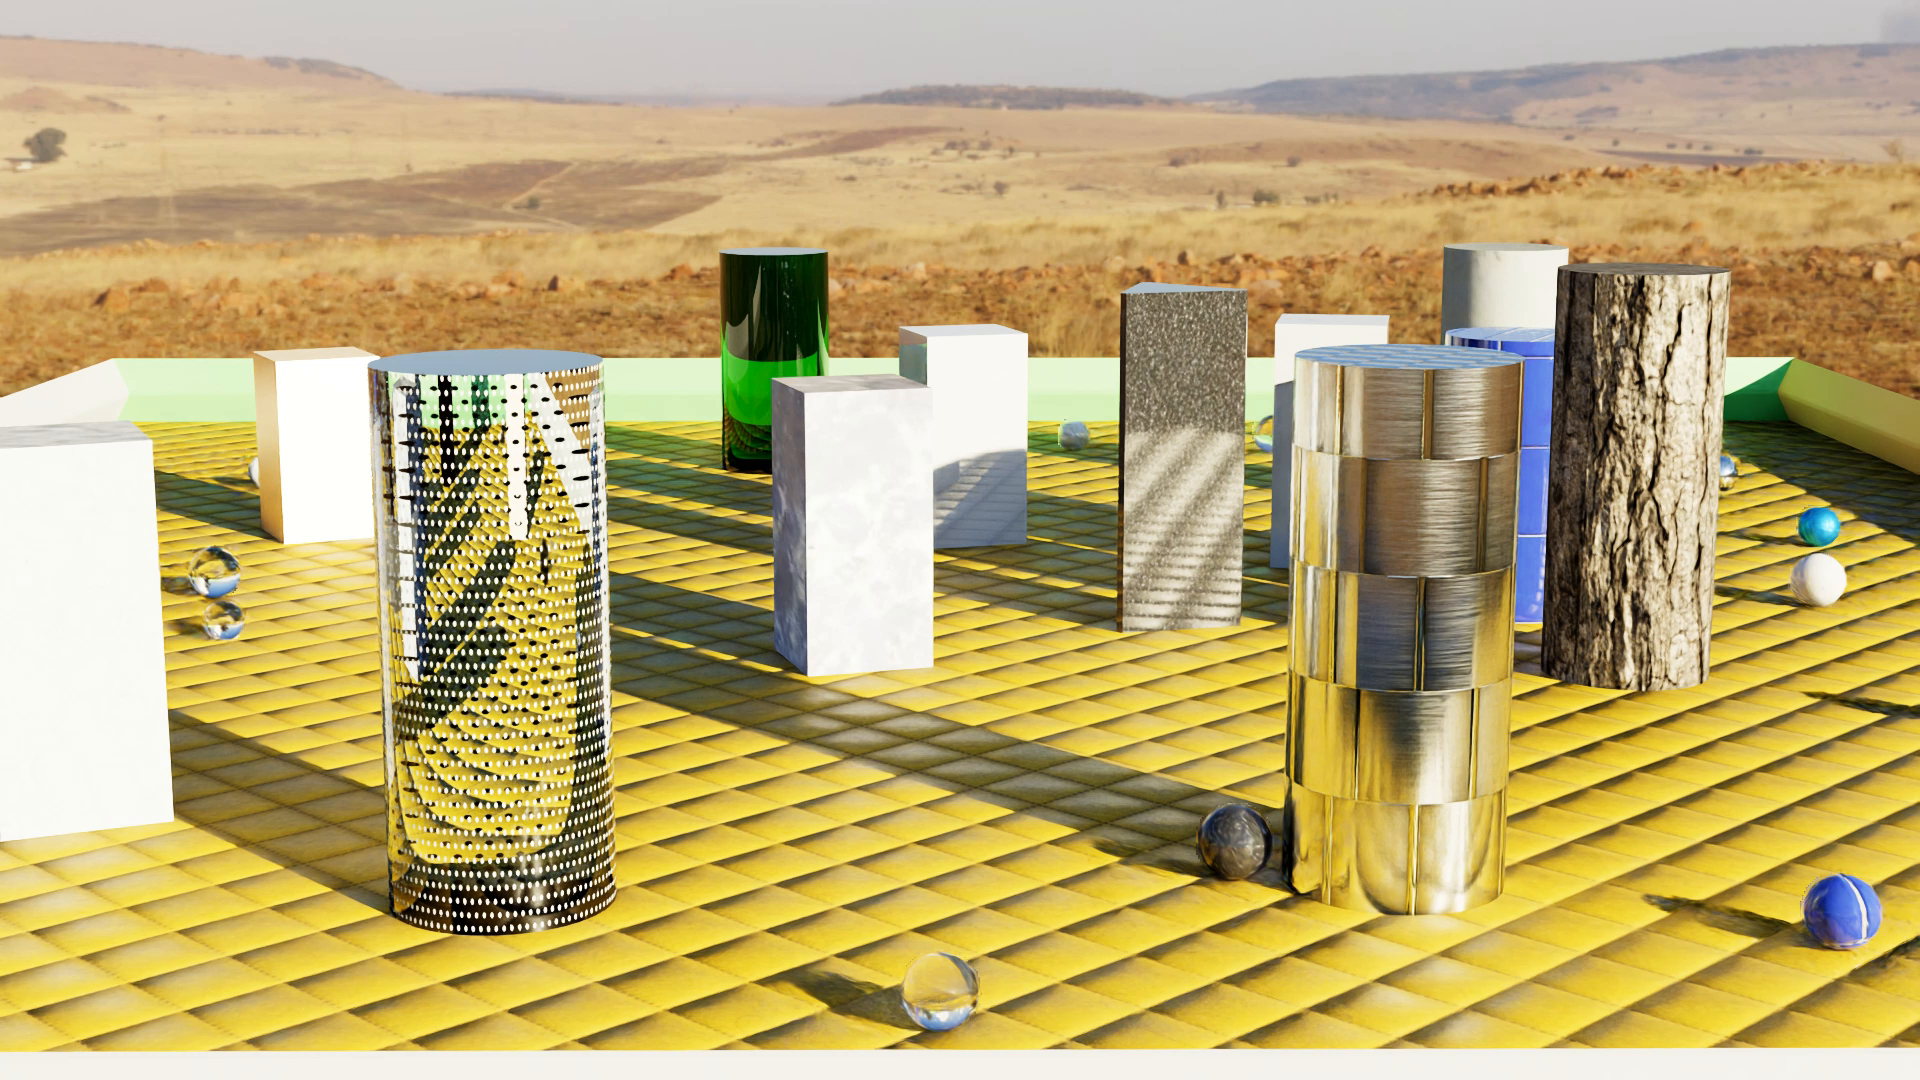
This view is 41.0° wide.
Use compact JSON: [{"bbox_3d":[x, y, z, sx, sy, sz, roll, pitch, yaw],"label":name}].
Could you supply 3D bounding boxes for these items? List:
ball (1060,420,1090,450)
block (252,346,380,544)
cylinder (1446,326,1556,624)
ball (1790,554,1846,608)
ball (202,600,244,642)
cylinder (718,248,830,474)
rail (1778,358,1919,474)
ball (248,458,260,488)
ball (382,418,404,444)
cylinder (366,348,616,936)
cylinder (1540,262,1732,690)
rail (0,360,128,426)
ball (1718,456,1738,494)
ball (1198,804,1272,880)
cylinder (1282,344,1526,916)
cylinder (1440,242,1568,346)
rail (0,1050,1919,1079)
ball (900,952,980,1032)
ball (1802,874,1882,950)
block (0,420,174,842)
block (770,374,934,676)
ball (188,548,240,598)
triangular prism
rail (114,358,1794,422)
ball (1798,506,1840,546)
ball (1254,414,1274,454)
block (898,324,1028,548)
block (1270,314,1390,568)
[{"bbox_3d":[0.219,-0.200,4.910,0.058,0.058,0.058,0,10,0],"label":"ball"},{"bbox_3d":[-1.006,-0.151,4.030,0.159,0.283,0.159,-5,12,-27],"label":"block"},{"bbox_3d":[0.749,-0.091,3.455,0.199,0.373,0.199,0,10,0],"label":"cylinder"},{"bbox_3d":[1.168,0.055,3.492,0.073,0.073,0.073,0,10,0],"label":"ball"},{"bbox_3d":[-0.943,0.104,3.285,0.052,0.052,0.052,0,10,0],"label":"ball"},{"bbox_3d":[-0.337,-0.329,4.682,0.199,0.395,0.199,0,10,0],"label":"cylinder"},{"bbox_3d":[1.715,0.031,3.458,0.045,0.129,3.791,0,10,0],"label":"rail"},{"bbox_3d":[-1.206,-0.118,4.460,0.061,0.061,0.061,0,10,0],"label":"ball"},{"bbox_3d":[-1.105,-0.211,4.984,0.052,0.052,0.052,0,10,0],"label":"ball"},{"bbox_3d":[-0.404,0.083,2.229,0.199,0.477,0.199,0,10,0],"label":"cylinder"},{"bbox_3d":[0.809,-0.080,3.079,0.199,0.489,0.199,0,10,0],"label":"cylinder"},{"bbox_3d":[-1.715,0.035,3.439,0.045,0.129,3.791,0,10,0],"label":"rail"},{"bbox_3d":[1.302,-0.113,4.410,0.068,0.068,0.068,0,10,0],"label":"ball"},{"bbox_3d":[0.249,0.273,2.324,0.068,0.068,0.068,0,10,0],"label":"ball"},{"bbox_3d":[0.392,0.074,2.281,0.199,0.476,0.199,0,10,0],"label":"cylinder"},{"bbox_3d":[0.886,-0.261,4.201,0.199,0.436,0.199,0,10,0],"label":"cylinder"},{"bbox_3d":[0.011,0.374,1.608,3.477,0.129,0.045,0,10,0],"label":"rail"},{"bbox_3d":[-0.015,0.345,1.959,0.060,0.060,0.060,0,10,0],"label":"ball"},{"bbox_3d":[0.736,0.310,2.139,0.063,0.063,0.063,0,10,0],"label":"ball"},{"bbox_3d":[-0.873,0.083,2.509,0.159,0.375,0.159,-5,12,-25],"label":"block"},{"bbox_3d":[-0.134,-0.023,3.165,0.159,0.344,0.159,-4,11,-18],"label":"block"},{"bbox_3d":[-1.033,0.045,3.554,0.070,0.070,0.070,0,10,0],"label":"ball"},{"bbox_3d":[0.268,-0.114,3.390,0.172,0.441,0.149,-3,11,-16],"label":"triangular prism"},{"bbox_3d":[-0.011,-0.307,5.289,3.477,0.129,0.045,0,10,0],"label":"rail"},{"bbox_3d":[1.315,-0.020,3.928,0.062,0.062,0.062,0,10,0],"label":"ball"},{"bbox_3d":[0.595,-0.200,4.859,0.077,0.077,0.077,0,10,0],"label":"ball"},{"bbox_3d":[0.004,-0.164,3.981,0.159,0.324,0.159,-3,11,-17],"label":"block"},{"bbox_3d":[0.548,-0.147,3.799,0.159,0.358,0.159,2,11,10],"label":"block"}]
